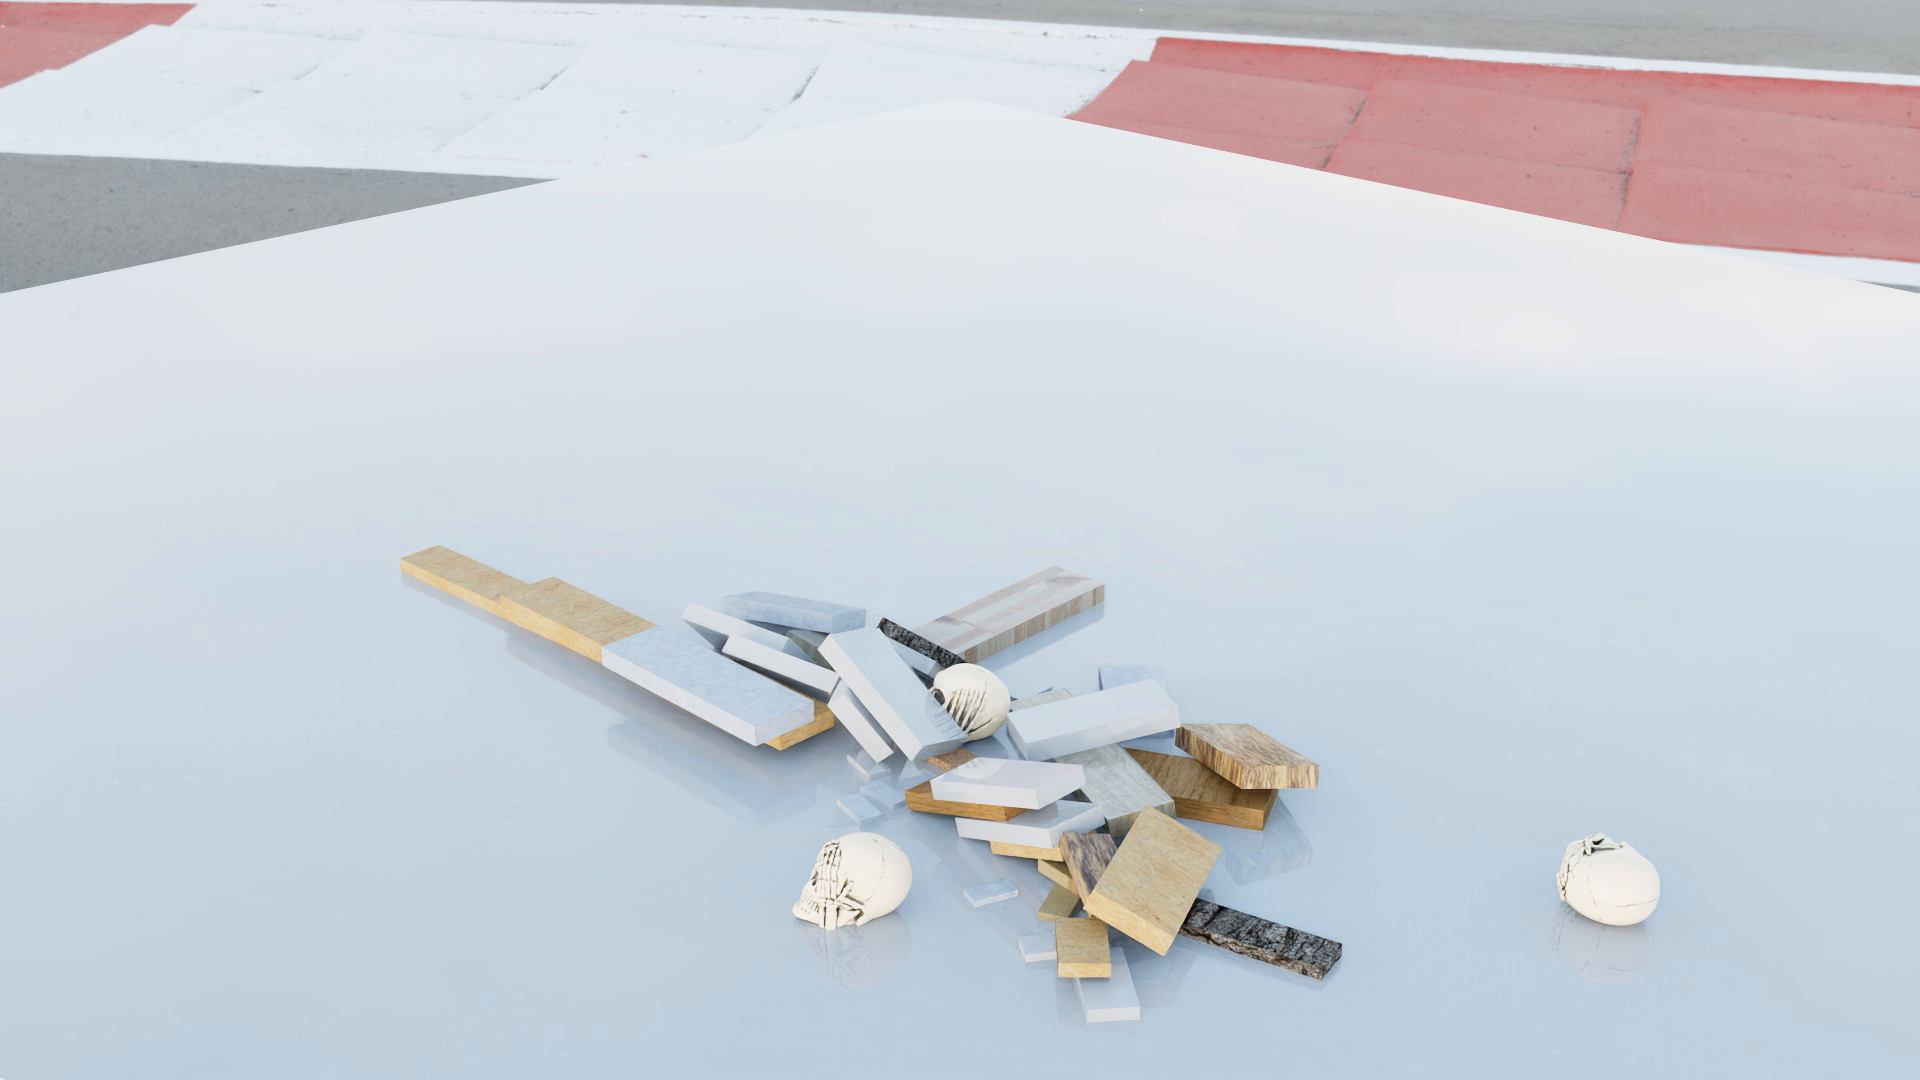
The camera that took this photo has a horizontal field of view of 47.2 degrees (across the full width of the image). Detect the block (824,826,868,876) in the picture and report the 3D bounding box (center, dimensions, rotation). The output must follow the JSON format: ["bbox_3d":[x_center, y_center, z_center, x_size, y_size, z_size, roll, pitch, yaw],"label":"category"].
[{"bbox_3d":[-0.224,0.607,4.304,0.071,0.020,0.142,-3,23,-8],"label":"block"}]

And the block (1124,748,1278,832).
[{"bbox_3d":[0.472,0.508,4.503,0.334,0.047,0.167,8,24,17],"label":"block"}]

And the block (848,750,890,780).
[{"bbox_3d":[-0.192,0.472,4.629,0.051,0.014,0.102,-13,26,-27],"label":"block"}]

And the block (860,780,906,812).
[{"bbox_3d":[-0.153,0.523,4.510,0.051,0.014,0.102,-21,31,-40],"label":"block"}]

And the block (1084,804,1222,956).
[{"bbox_3d":[0.361,0.626,4.080,0.167,0.047,0.334,30,29,9],"label":"block"}]

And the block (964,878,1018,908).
[{"bbox_3d":[0.059,0.669,4.168,0.092,0.013,0.046,-11,25,-24],"label":"block"}]

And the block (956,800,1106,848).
[{"bbox_3d":[0.135,0.549,4.301,0.141,0.040,0.282,-19,11,-38],"label":"block"}]

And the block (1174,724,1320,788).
[{"bbox_3d":[0.588,0.443,4.537,0.167,0.047,0.334,2,9,-18],"label":"block"}]

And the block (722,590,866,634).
[{"bbox_3d":[-0.395,0.170,5.228,0.308,0.044,0.154,8,8,27],"label":"block"}]

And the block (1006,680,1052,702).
[{"bbox_3d":[0.156,0.343,4.933,0.050,0.014,0.099,20,30,38],"label":"block"}]

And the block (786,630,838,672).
[{"bbox_3d":[-0.261,0.268,5.036,0.139,0.039,0.277,-1,18,-43],"label":"block"}]

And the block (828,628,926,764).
[{"bbox_3d":[-0.177,0.332,4.742,0.047,0.165,0.329,-35,12,22],"label":"block"}]

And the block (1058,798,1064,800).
[{"bbox_3d":[0.181,0.542,4.457,0.071,0.020,0.237,-10,25,-22],"label":"block"}]

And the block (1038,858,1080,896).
[{"bbox_3d":[0.252,0.640,4.174,0.099,0.028,0.199,-18,29,-36],"label":"block"}]

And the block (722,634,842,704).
[{"bbox_3d":[-0.357,0.303,4.856,0.325,0.162,0.046,17,73,35],"label":"block"}]

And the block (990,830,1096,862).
[{"bbox_3d":[0.162,0.585,4.261,0.099,0.028,0.199,-19,10,-40],"label":"block"}]

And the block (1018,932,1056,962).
[{"bbox_3d":[0.170,0.738,4.000,0.117,0.017,0.058,-5,23,-11],"label":"block"}]

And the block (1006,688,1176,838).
[{"bbox_3d":[0.261,0.450,4.550,0.139,0.039,0.638,-14,20,-13],"label":"block"}]

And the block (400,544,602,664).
[{"bbox_3d":[-0.899,0.213,5.214,1.287,0.034,0.122,19,30,38],"label":"block"}]

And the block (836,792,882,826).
[{"bbox_3d":[-0.204,0.546,4.456,0.051,0.014,0.102,-13,26,-28],"label":"block"}]

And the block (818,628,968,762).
[{"bbox_3d":[-0.142,0.323,4.640,0.325,0.046,0.162,48,27,22],"label":"block"}]

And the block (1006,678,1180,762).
[{"bbox_3d":[0.278,0.378,4.614,0.329,0.047,0.165,-13,20,-9],"label":"block"}]

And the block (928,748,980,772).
[{"bbox_3d":[0.007,0.472,4.623,0.071,0.020,0.142,-20,30,-39],"label":"block"}]

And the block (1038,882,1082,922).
[{"bbox_3d":[0.192,0.682,4.133,0.058,0.017,0.117,8,24,19],"label":"block"}]

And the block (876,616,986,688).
[{"bbox_3d":[-0.068,0.253,4.959,0.243,0.034,0.121,25,-8,39],"label":"block"}]

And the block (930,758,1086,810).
[{"bbox_3d":[0.093,0.474,4.304,0.282,0.040,0.141,-1,14,45],"label":"block"}]

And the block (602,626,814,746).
[{"bbox_3d":[-0.552,0.310,4.771,0.162,0.046,0.530,-21,31,-40],"label":"block"}]

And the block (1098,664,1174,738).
[{"bbox_3d":[0.389,0.356,4.871,0.139,0.039,0.277,-1,23,-2],"label":"block"}]

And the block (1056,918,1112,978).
[{"bbox_3d":[0.219,0.728,3.937,0.092,0.026,0.184,0,15,1],"label":"block"}]

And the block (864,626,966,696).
[{"bbox_3d":[-0.108,0.273,4.981,0.243,0.034,0.121,24,-9,44],"label":"block"}]

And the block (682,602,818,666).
[{"bbox_3d":[-0.478,0.234,5.025,0.308,0.154,0.044,17,71,35],"label":"block"}]

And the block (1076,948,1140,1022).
[{"bbox_3d":[0.256,0.783,3.881,0.092,0.026,0.184,-2,23,-5],"label":"block"}]

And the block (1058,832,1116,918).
[{"bbox_3d":[0.261,0.625,4.092,0.099,0.028,0.199,5,34,-22],"label":"block"}]

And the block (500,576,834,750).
[{"bbox_3d":[-0.684,0.266,4.991,1.000,0.044,0.154,21,31,40],"label":"block"}]

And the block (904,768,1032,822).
[{"bbox_3d":[0.038,0.509,4.404,0.141,0.040,0.282,-20,13,-42],"label":"block"}]

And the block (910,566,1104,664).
[{"bbox_3d":[0.102,0.188,5.257,0.165,0.047,0.568,20,30,38],"label":"block"}]

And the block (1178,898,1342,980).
[{"bbox_3d":[0.532,0.724,4.021,0.318,0.026,0.092,14,26,29],"label":"block"}]
